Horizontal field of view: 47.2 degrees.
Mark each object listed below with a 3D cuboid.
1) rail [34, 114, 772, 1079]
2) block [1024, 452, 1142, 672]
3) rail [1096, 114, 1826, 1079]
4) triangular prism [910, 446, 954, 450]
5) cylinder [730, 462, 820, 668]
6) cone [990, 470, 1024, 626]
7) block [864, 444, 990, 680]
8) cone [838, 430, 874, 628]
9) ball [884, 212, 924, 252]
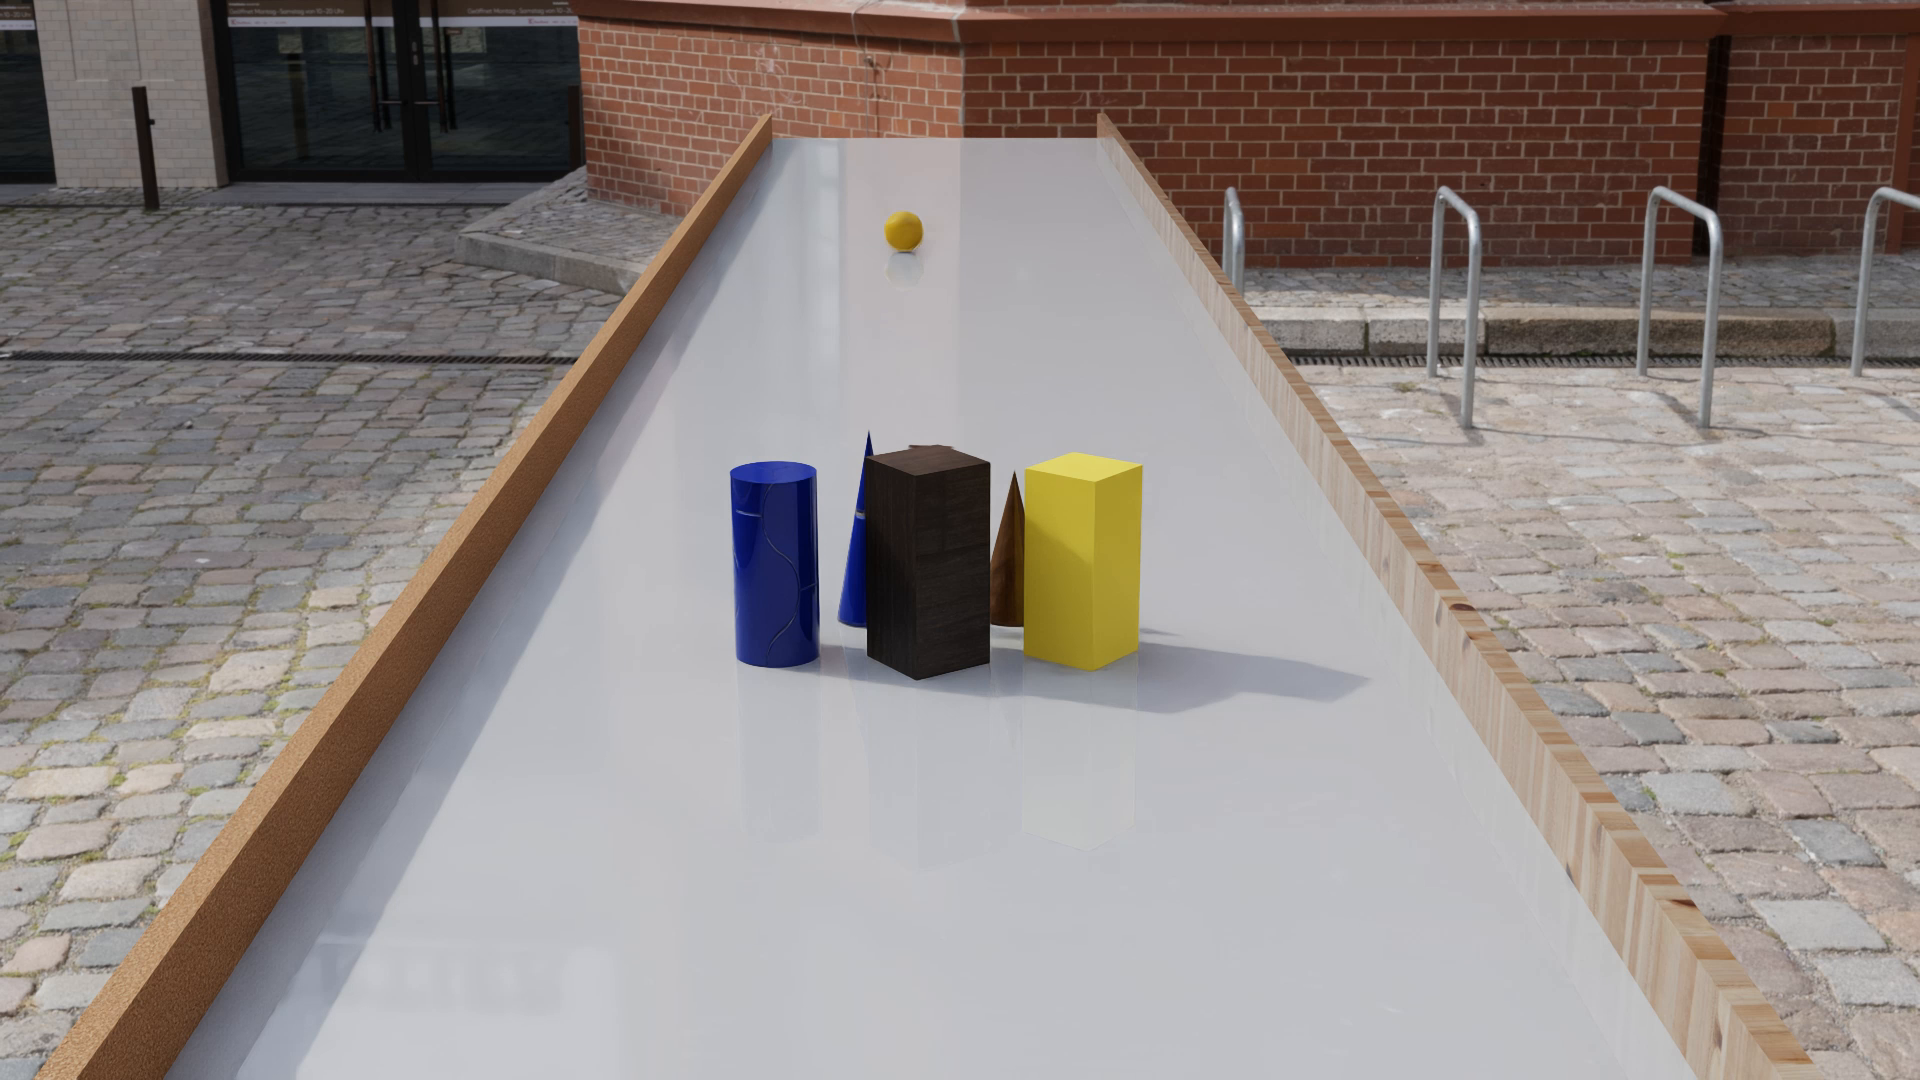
[{"bbox_3d":[-1.118,-0.838,7.780,0.050,0.150,12.000,0,17,-1],"label":"rail"},{"bbox_3d":[0.246,0.041,4.408,0.167,0.389,0.167,12,21,36],"label":"block"},{"bbox_3d":[0.932,-0.844,7.801,0.050,0.150,12.000,0,17,-1],"label":"rail"},{"bbox_3d":[-0.079,-0.059,4.899,0.087,0.300,0.100,12,21,36],"label":"triangular prism"},{"bbox_3d":[-0.369,0.048,4.401,0.173,0.380,0.173,0,17,0],"label":"cylinder"},{"bbox_3d":[0.114,0.006,4.642,0.156,0.322,0.156,0,17,0],"label":"cone"},{"bbox_3d":[-0.064,0.041,4.361,0.177,0.414,0.177,-11,20,-34],"label":"block"},{"bbox_3d":[-0.189,-0.032,4.612,0.146,0.412,0.146,0,17,0],"label":"cone"},{"bbox_3d":[-0.238,-1.311,9.336,0.170,0.170,0.170,0,17,0],"label":"ball"}]
